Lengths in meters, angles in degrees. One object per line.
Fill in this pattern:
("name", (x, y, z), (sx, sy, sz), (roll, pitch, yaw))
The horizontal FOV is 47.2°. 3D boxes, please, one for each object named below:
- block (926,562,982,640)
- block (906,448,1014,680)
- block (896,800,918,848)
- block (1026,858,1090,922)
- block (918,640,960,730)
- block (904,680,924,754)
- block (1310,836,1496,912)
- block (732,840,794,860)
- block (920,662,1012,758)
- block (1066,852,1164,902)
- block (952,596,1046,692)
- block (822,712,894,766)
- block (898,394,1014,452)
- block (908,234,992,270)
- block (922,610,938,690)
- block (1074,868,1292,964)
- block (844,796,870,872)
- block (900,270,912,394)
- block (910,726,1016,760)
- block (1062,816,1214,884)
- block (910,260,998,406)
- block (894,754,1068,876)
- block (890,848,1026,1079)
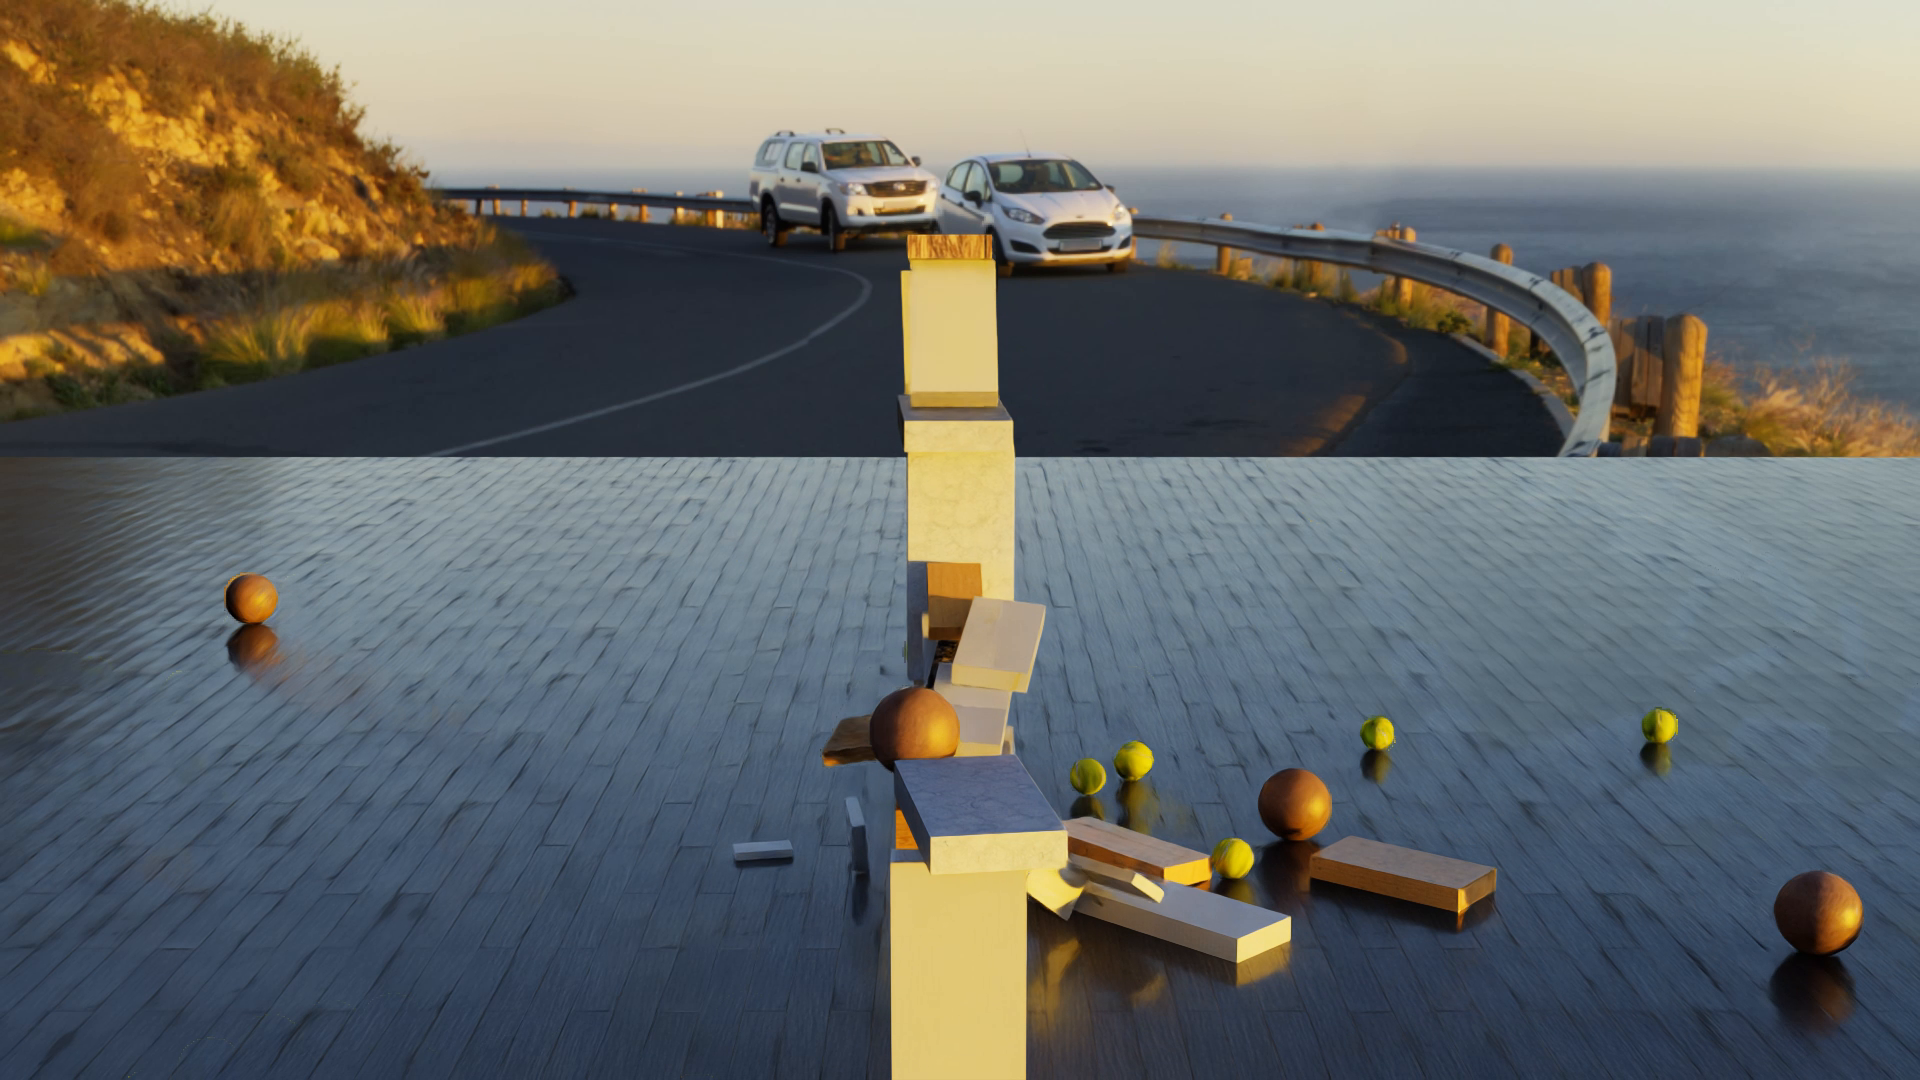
("block", (-0.008, 0.099, 3.574), (0.089, 0.025, 0.177), (1, 35, -3))
("block", (0.000, 0.036, 3.693), (0.177, 0.393, 0.050), (0, 6, -3))
("block", (-0.002, 0.529, 3.056), (0.172, 0.345, 0.049), (0, 11, 0))
("block", (0.144, 0.539, 3.494), (0.023, 0.082, 0.165), (17, -16, 37))
("block", (0.009, 0.227, 3.416), (0.115, 0.033, 0.230), (5, 28, 6))
("block", (-0.006, 0.282, 3.546), (0.152, 0.043, 0.303), (0, 11, 2))
("block", (0.747, 0.562, 3.715), (0.275, 0.039, 0.138), (8, 13, 38))
("block", (-0.347, 0.546, 3.868), (0.101, 0.014, 0.050), (-2, 11, -12))
("block", (0.013, 0.256, 3.280), (0.115, 0.033, 0.230), (5, 26, 5))
("block", (0.194, 0.534, 3.600), (0.068, 0.019, 0.376), (37, -16, -29))
("block", (0.062, 0.160, 3.408), (0.115, 0.033, 0.230), (7, 26, 6))
("block", (-0.159, 0.312, 3.458), (0.082, 0.023, 0.165), (-9, 12, 10))
("block", (-0.013, -0.202, 3.748), (0.177, 0.050, 0.355), (0, 11, -3))
("block", (-0.017, -0.518, 3.986), (0.147, 0.042, 0.294), (0, 2, 0))
("block", (-0.015, 0.191, 3.565), (0.089, 0.025, 0.177), (-1, 49, -3))
("block", (0.351, 0.597, 3.522), (0.337, 0.039, 0.138), (10, 15, 43))
("block", (-0.181, 0.514, 3.850), (0.023, 0.082, 0.165), (-6, 11, -6))
("block", (-0.031, -0.376, 4.008), (0.147, 0.042, 0.294), (0, 50, -4))
("block", (0.005, 0.335, 3.240), (0.153, 0.043, 0.307), (0, 11, 0))
("block", (0.281, 0.536, 3.778), (0.275, 0.039, 0.138), (13, 10, 41))
("block", (-0.011, -0.360, 3.811), (0.147, 0.042, 0.294), (0, 55, -1))
("block", (0.021, 0.357, 2.900), (0.172, 0.049, 0.345), (-2, 11, -9))
("block", (-0.002, 0.570, 2.830), (0.172, 0.345, 0.049), (0, 11, 0))
